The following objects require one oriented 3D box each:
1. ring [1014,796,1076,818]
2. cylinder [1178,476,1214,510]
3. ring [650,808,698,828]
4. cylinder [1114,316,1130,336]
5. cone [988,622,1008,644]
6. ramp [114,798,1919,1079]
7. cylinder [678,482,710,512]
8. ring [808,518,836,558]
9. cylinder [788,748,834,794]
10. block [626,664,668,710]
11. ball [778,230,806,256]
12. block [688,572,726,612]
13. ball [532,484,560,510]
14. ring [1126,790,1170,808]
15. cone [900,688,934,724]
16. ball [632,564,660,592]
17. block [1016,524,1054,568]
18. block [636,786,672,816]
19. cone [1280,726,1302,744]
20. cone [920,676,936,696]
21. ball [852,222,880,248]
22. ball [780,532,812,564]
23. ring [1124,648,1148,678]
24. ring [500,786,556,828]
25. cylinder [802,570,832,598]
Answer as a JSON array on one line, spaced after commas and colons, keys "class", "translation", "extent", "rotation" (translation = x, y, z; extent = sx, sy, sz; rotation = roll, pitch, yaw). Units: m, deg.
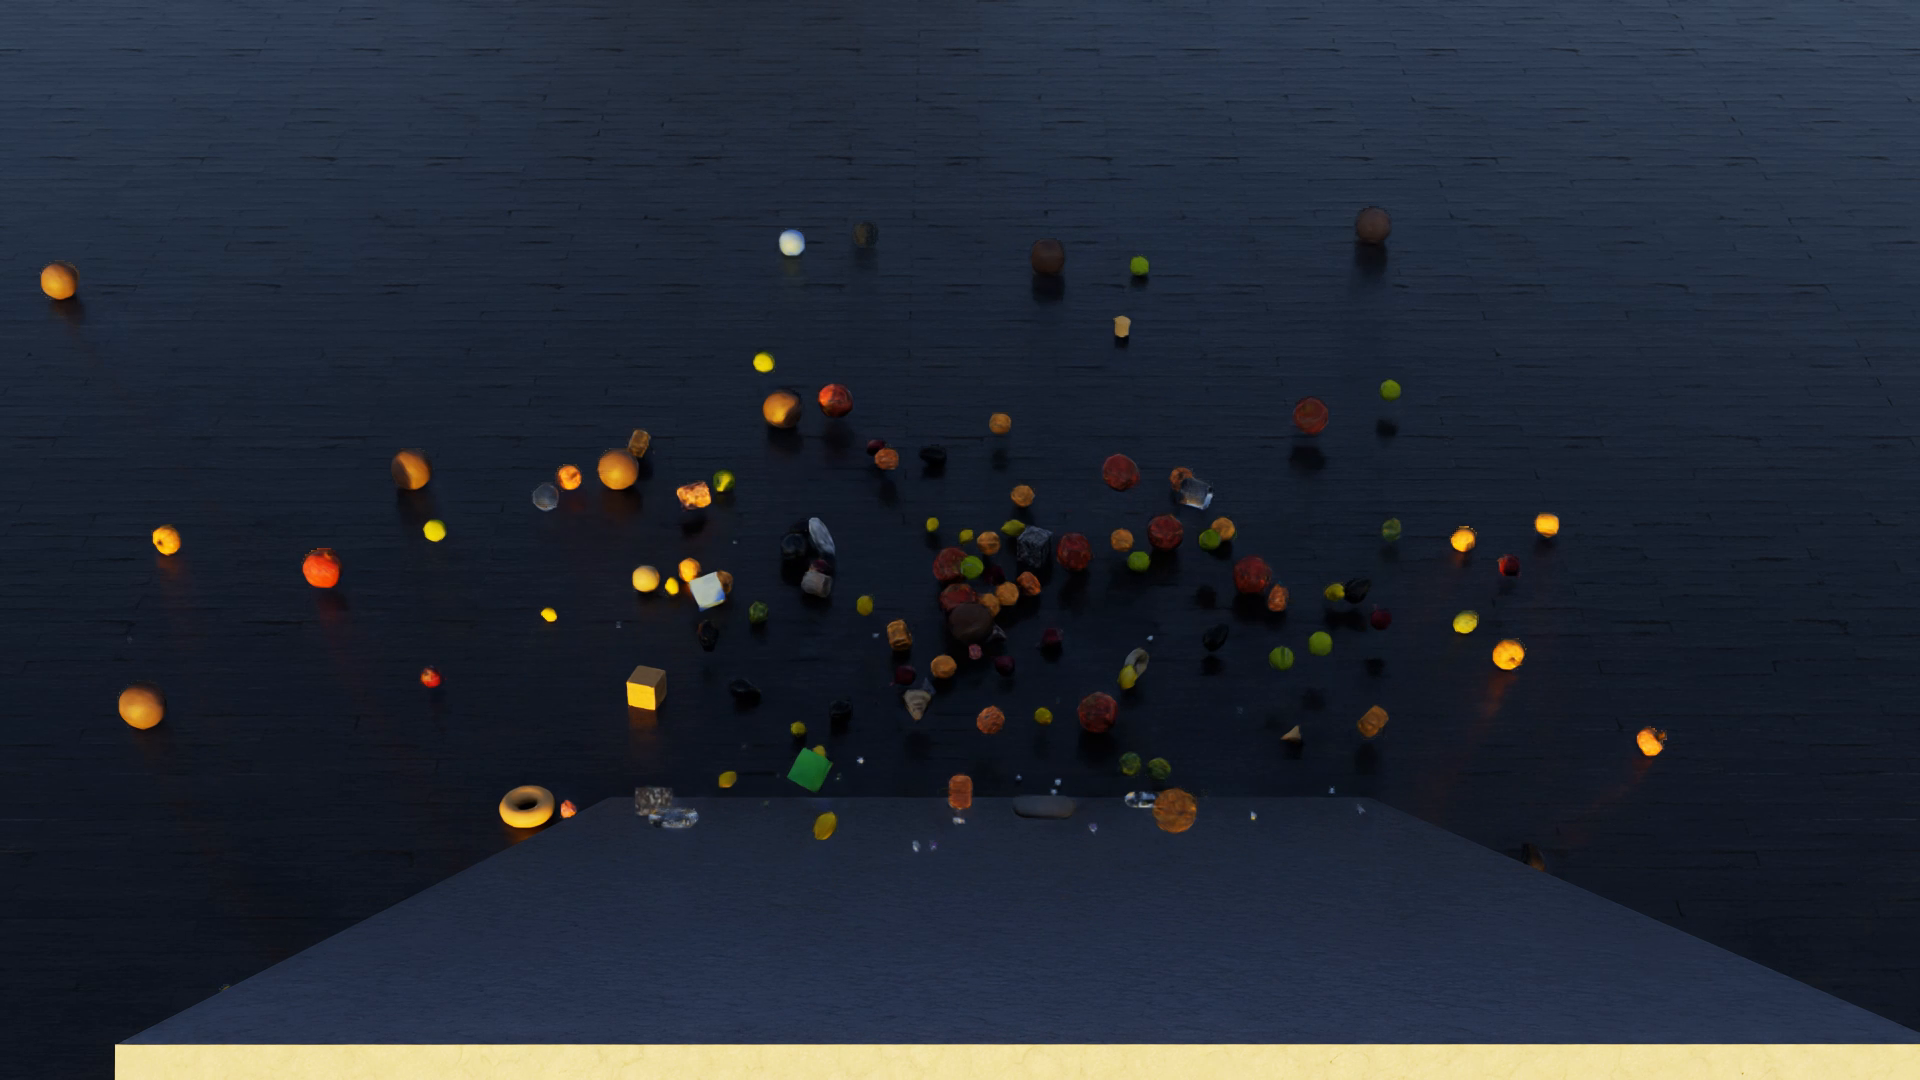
[{"class": "ring", "translation": [0.199, 0.631, 6.145], "extent": [0.146, 0.049, 0.146], "rotation": [0, -3, 0]}, {"class": "cylinder", "translation": [0.732, -0.145, 8.070], "extent": [0.085, 0.085, 0.085], "rotation": [17, 38, 20]}, {"class": "ring", "translation": [-0.646, 0.628, 5.871], "extent": [0.111, 0.037, 0.111], "rotation": [0, -1, 0]}, {"class": "cylinder", "translation": [0.559, -0.736, 8.946], "extent": [0.052, 0.052, 0.052], "rotation": [0, 35, 0]}, {"class": "cone", "translation": [0.105, 0.261, 7.494], "extent": [0.058, 0.058, 0.058], "rotation": [-9, 73, -13]}, {"class": "ramp", "translation": [0.077, 0.664, 4.834], "extent": [2.000, 0.100, 4.000], "rotation": [0, -2, 0]}, {"class": "cylinder", "translation": [-0.821, -0.135, 8.017], "extent": [0.077, 0.077, 0.077], "rotation": [-15, 38, -24]}, {"class": "ring", "translation": [-0.417, -0.007, 7.835], "extent": [0.044, 0.131, 0.131], "rotation": [-27, 37, 4]}, {"class": "cylinder", "translation": [-0.373, 0.573, 6.463], "extent": [0.086, 0.086, 0.086], "rotation": [23, 81, 29]}, {"class": "block", "translation": [-0.877, 0.414, 7.278], "extent": [0.082, 0.082, 0.082], "rotation": [11, 36, 15]}, {"class": "ball", "translation": [-0.608, -1.074, 9.392], "extent": [0.097, 0.097, 0.097], "rotation": [0, 35, 0]}, {"class": "block", "translation": [-0.739, 0.151, 7.597], "extent": [0.084, 0.084, 0.084], "rotation": [-21, 84, -10]}, {"class": "ball", "translation": [-1.284, -0.132, 8.057], "extent": [0.083, 0.083, 0.083], "rotation": [0, 35, 0]}, {"class": "ring", "translation": [0.468, 0.647, 6.485], "extent": [0.112, 0.037, 0.112], "rotation": [-1, -3, 0]}, {"class": "cone", "translation": [-0.118, 0.472, 7.138], "extent": [0.090, 0.090, 0.090], "rotation": [0, 48, 0]}, {"class": "ball", "translation": [-0.931, 0.115, 7.703], "extent": [0.084, 0.084, 0.084], "rotation": [0, 35, 0]}, {"class": "block", "translation": [0.226, 0.020, 7.841], "extent": [0.082, 0.082, 0.082], "rotation": [17, 38, 23]}, {"class": "block", "translation": [-0.731, 0.624, 6.209], "extent": [0.066, 0.066, 0.066], "rotation": [-1, -2, 20]}, {"class": "cone", "translation": [0.905, 0.540, 7.124], "extent": [0.056, 0.056, 0.056], "rotation": [-13, 35, 5]}, {"class": "cone", "translation": [-0.093, 0.406, 7.313], "extent": [0.055, 0.055, 0.055], "rotation": [0, 35, 0]}, {"class": "ball", "translation": [-0.341, -1.110, 9.443], "extent": [0.096, 0.096, 0.096], "rotation": [0, 35, 0]}, {"class": "ball", "translation": [-0.497, 0.026, 7.821], "extent": [0.096, 0.096, 0.096], "rotation": [0, 35, 0]}, {"class": "ring", "translation": [0.498, 0.348, 7.345], "extent": [0.090, 0.090, 0.030], "rotation": [-29, 39, -34]}, {"class": "ring", "translation": [-1.147, 0.707, 6.888], "extent": [0.150, 0.050, 0.150], "rotation": [-1, 35, 1]}, {"class": "cylinder", "translation": [-0.424, 0.130, 7.696], "extent": [0.068, 0.068, 0.068], "rotation": [16, 38, 21]}]
